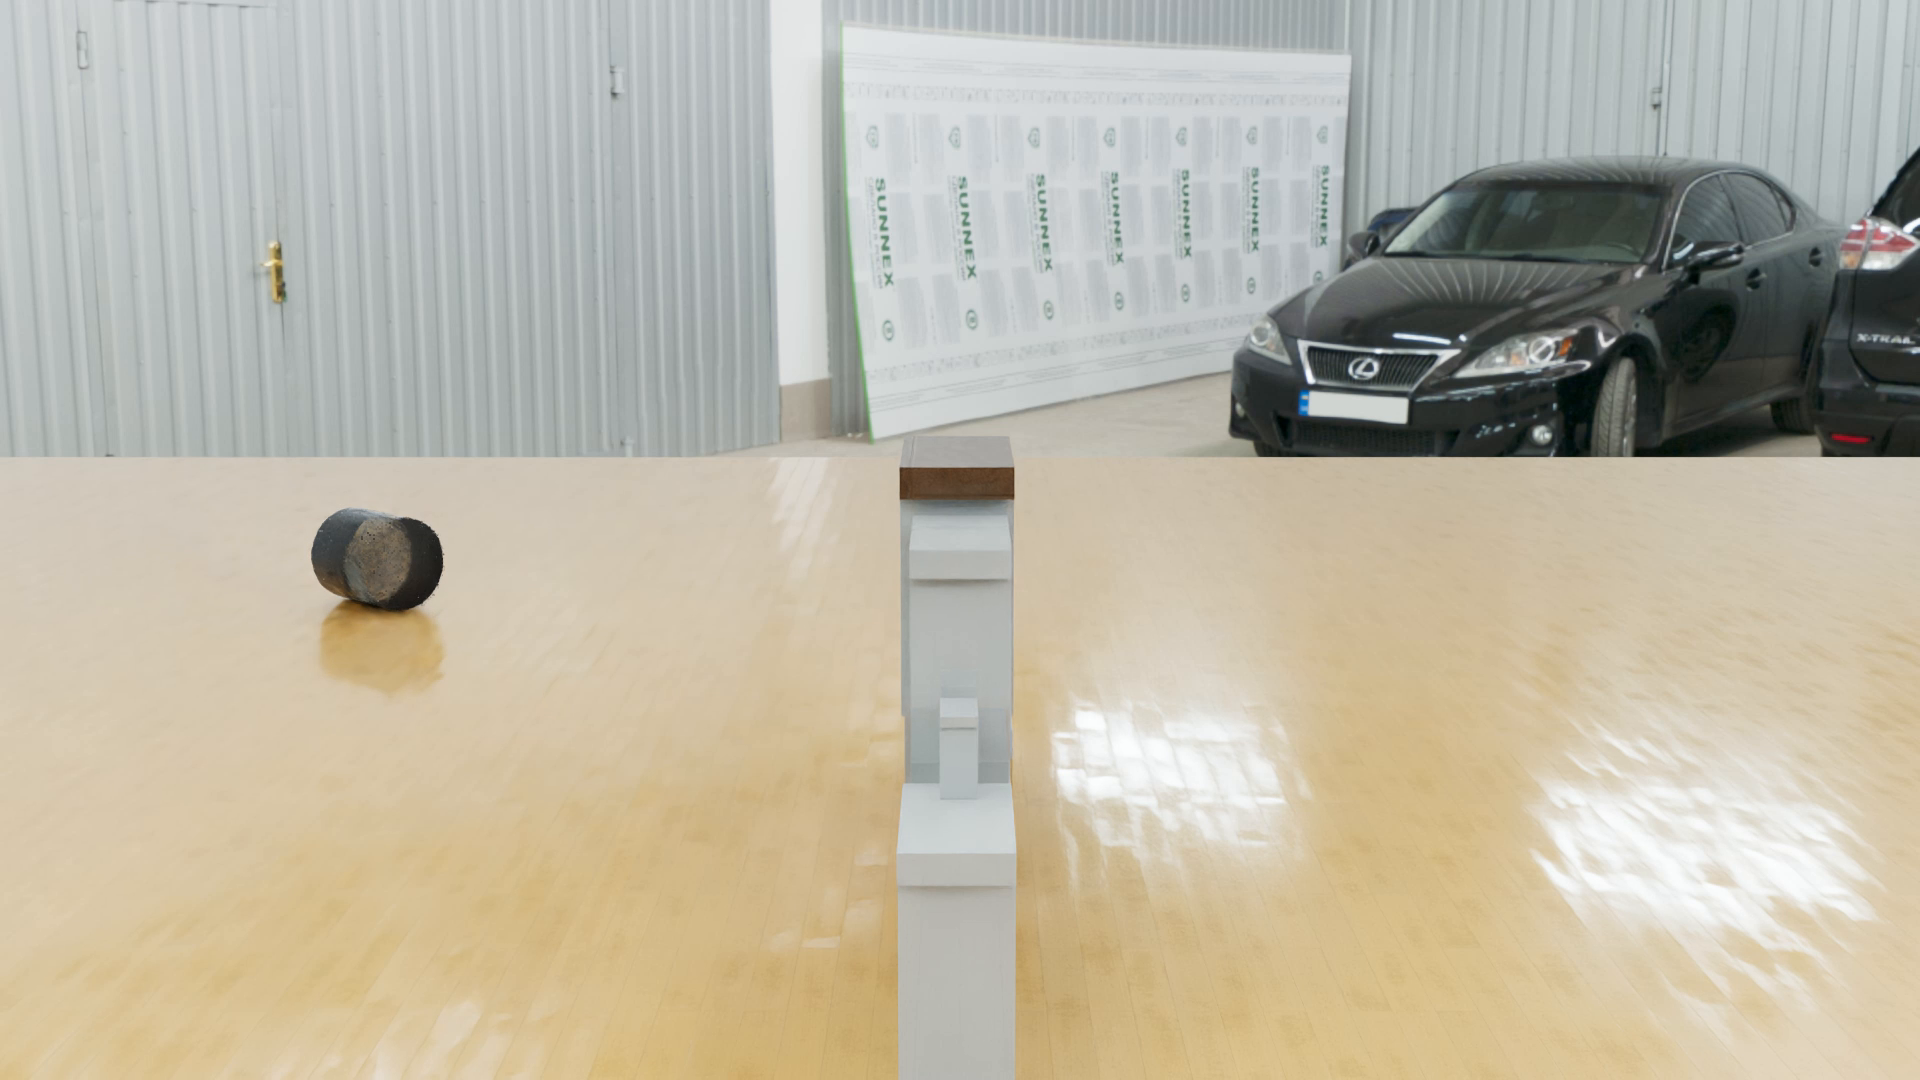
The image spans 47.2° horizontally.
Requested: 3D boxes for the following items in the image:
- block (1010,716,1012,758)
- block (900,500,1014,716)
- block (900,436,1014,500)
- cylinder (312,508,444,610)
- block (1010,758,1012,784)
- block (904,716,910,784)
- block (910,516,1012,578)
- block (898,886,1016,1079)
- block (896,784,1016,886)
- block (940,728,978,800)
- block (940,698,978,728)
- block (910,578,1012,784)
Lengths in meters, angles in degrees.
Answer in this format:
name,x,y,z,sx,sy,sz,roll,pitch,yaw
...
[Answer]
name,x,y,z,sx,sy,sz,roll,pitch,yaw
block,0.004,0.285,3.508,0.154,0.044,0.308,0,11,0
block,-0.004,0.100,3.429,0.175,0.349,0.049,0,11,0
block,-0.005,-0.118,3.507,0.175,0.049,0.349,0,11,0
cylinder,-1.562,0.049,5.897,0.248,0.248,0.248,10,14,42
block,0.004,0.476,3.439,0.154,0.308,0.044,0,11,0
block,-0.005,0.160,3.677,0.175,0.558,0.049,0,11,0
block,0.000,0.008,3.204,0.143,0.040,0.285,0,11,0
block,-0.004,0.581,2.880,0.153,0.305,0.043,0,11,0
block,-0.004,0.392,2.948,0.153,0.043,0.305,0,11,0
block,-0.002,0.303,3.018,0.052,0.104,0.015,0,11,0
block,-0.002,0.238,3.042,0.052,0.015,0.104,0,10,0
block,0.000,0.216,3.144,0.143,0.347,0.040,0,10,-1
